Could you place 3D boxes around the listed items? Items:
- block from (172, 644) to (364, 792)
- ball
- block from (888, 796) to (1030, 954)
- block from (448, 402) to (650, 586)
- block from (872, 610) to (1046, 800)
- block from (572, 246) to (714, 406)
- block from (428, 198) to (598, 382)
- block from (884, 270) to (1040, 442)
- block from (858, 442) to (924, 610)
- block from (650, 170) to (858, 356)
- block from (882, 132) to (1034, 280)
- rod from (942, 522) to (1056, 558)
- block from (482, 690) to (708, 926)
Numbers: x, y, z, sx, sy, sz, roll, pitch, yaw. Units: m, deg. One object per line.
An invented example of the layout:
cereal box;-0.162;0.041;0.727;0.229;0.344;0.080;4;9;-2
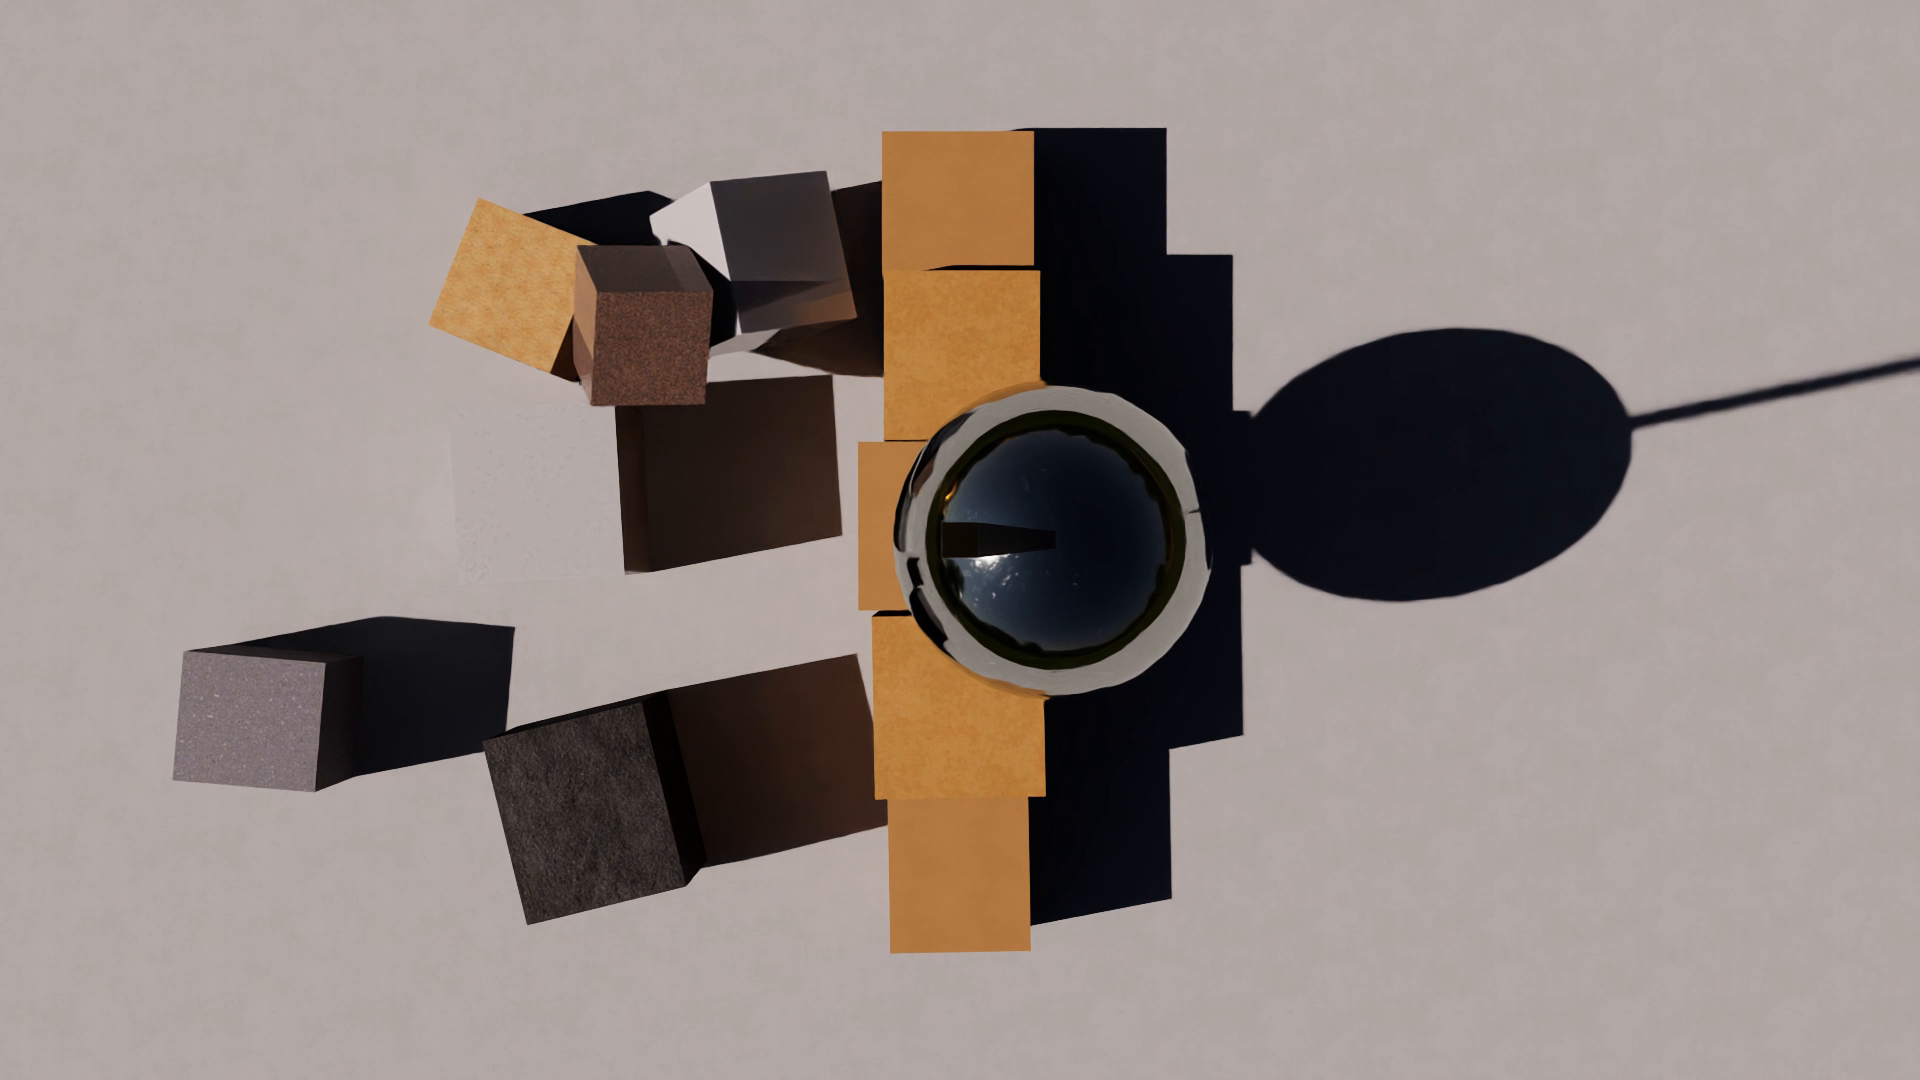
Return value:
block;-3.946;1.008;12.603;0.792;0.795;0.721;5;90;0
ball;0.462;0.000;10.936;1.600;1.600;1.600;0;90;0
block;-0.005;1.849;12.616;0.782;0.768;0.890;-1;90;0
block;-2.310;-0.258;12.495;0.907;1.010;0.956;-3;90;0
block;-0.007;0.902;12.458;0.925;1.083;0.990;-1;90;0
block;-1.752;-1.181;12.057;0.626;0.643;0.668;-3;120;-19
block;-2.485;-1.419;12.626;0.731;0.748;0.765;22;90;0
block;0.010;-1.004;12.474;0.848;1.053;0.921;0;90;0
block;-0.017;-0.078;12.462;1.070;1.076;0.915;0;90;0
block;-1.178;-1.551;12.466;0.739;0.795;0.845;-12;90;-33
block;-0.011;-1.878;12.639;0.847;0.723;0.808;0;90;0
rod;0.200;0.000;7.546;0.080;5.200;0.080;0;90;4
block;-2.050;1.494;12.497;0.894;1.006;1.035;-14;90;0
